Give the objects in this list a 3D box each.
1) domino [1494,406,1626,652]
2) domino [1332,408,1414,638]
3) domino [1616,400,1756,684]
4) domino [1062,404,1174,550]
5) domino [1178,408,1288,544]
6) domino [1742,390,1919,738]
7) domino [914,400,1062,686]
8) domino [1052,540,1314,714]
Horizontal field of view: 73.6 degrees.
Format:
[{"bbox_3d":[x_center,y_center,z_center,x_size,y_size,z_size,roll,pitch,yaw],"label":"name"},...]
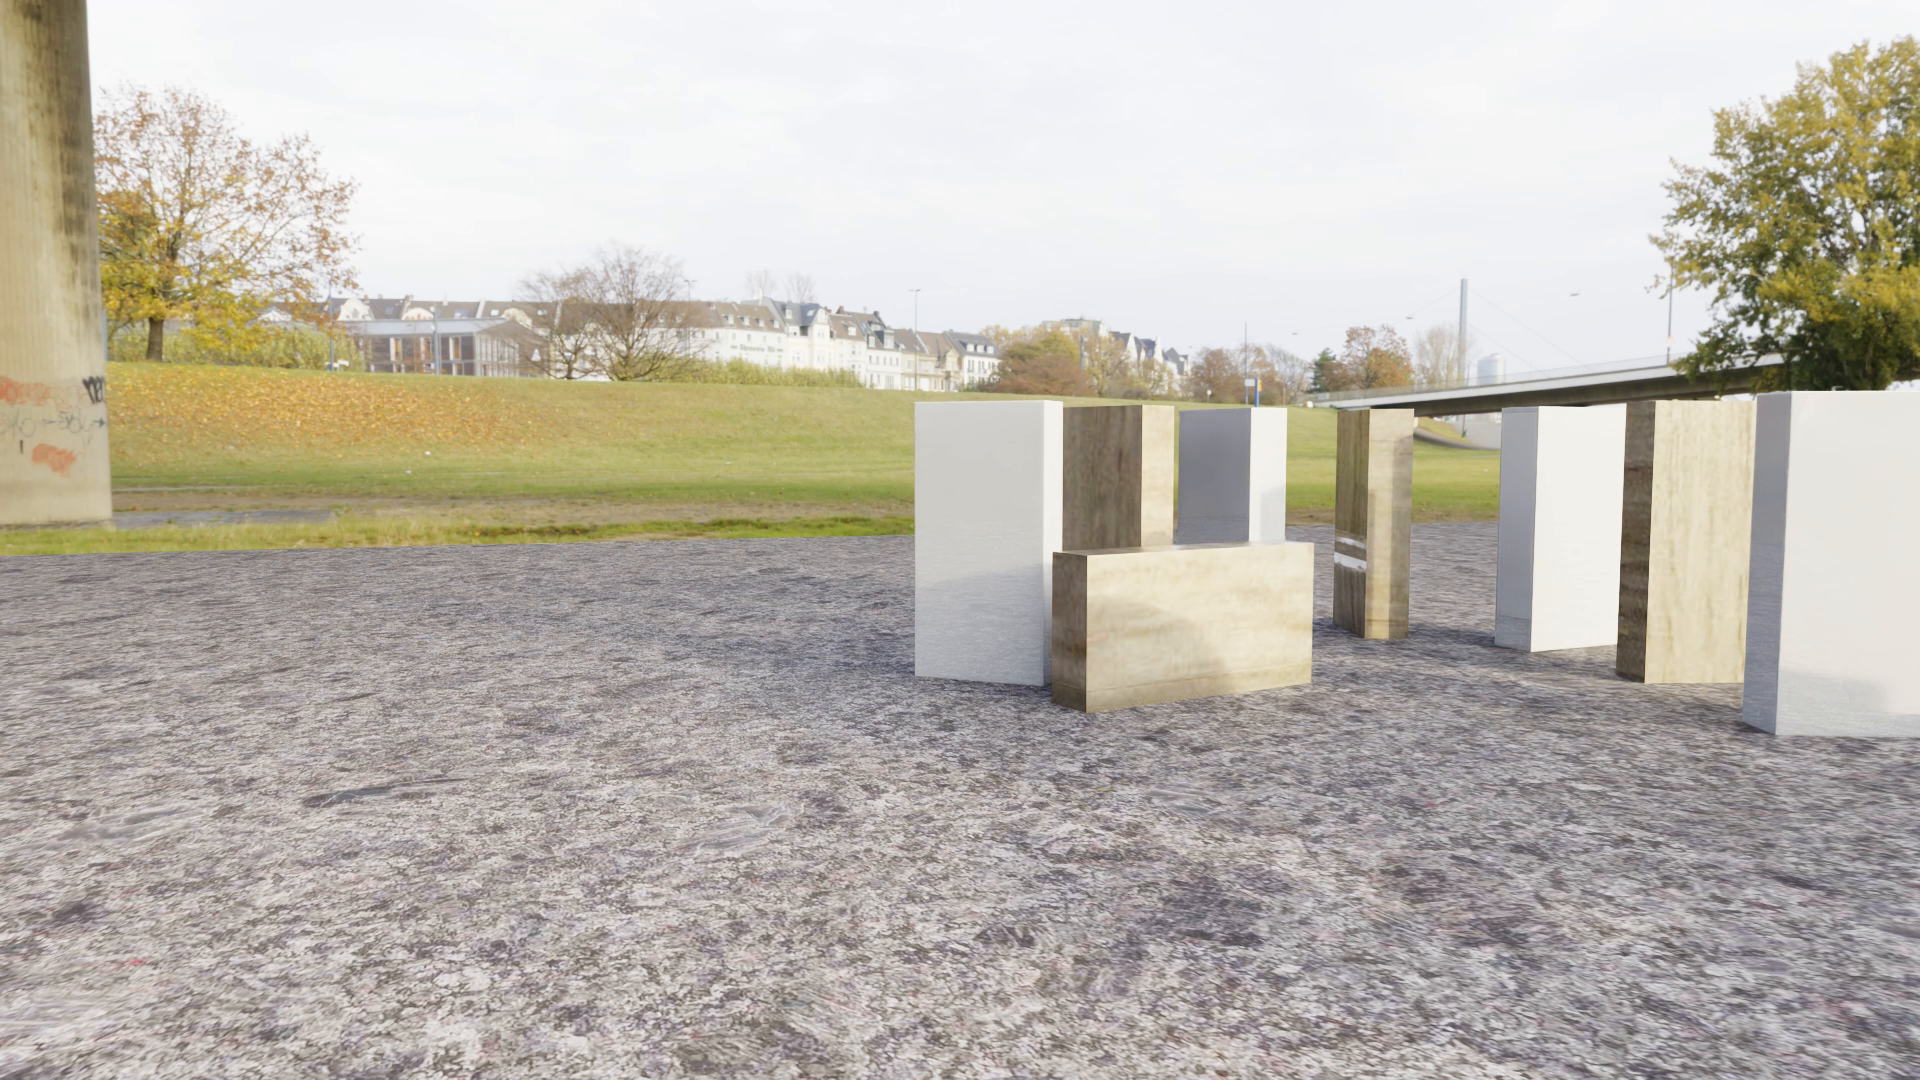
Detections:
[{"bbox_3d":[0.126,-0.003,0.270,0.025,0.050,0.010,-2,5,-24],"label":"domino"},{"bbox_3d":[0.093,-0.004,0.291,0.010,0.050,0.025,0,4,1],"label":"domino"},{"bbox_3d":[0.134,0.000,0.232,0.025,0.050,0.009,0,4,-2],"label":"domino"},{"bbox_3d":[0.031,-0.002,0.263,0.009,0.050,0.025,-4,6,-41],"label":"domino"},{"bbox_3d":[0.059,-0.004,0.282,0.009,0.050,0.025,-2,5,-27],"label":"domino"},{"bbox_3d":[0.132,0.003,0.189,0.025,0.050,0.010,0,4,5],"label":"domino"},{"bbox_3d":[0.005,0.000,0.233,0.025,0.050,0.009,2,5,23],"label":"domino"},{"bbox_3d":[0.039,0.014,0.219,0.050,0.025,0.010,-3,5,-31],"label":"domino"}]
